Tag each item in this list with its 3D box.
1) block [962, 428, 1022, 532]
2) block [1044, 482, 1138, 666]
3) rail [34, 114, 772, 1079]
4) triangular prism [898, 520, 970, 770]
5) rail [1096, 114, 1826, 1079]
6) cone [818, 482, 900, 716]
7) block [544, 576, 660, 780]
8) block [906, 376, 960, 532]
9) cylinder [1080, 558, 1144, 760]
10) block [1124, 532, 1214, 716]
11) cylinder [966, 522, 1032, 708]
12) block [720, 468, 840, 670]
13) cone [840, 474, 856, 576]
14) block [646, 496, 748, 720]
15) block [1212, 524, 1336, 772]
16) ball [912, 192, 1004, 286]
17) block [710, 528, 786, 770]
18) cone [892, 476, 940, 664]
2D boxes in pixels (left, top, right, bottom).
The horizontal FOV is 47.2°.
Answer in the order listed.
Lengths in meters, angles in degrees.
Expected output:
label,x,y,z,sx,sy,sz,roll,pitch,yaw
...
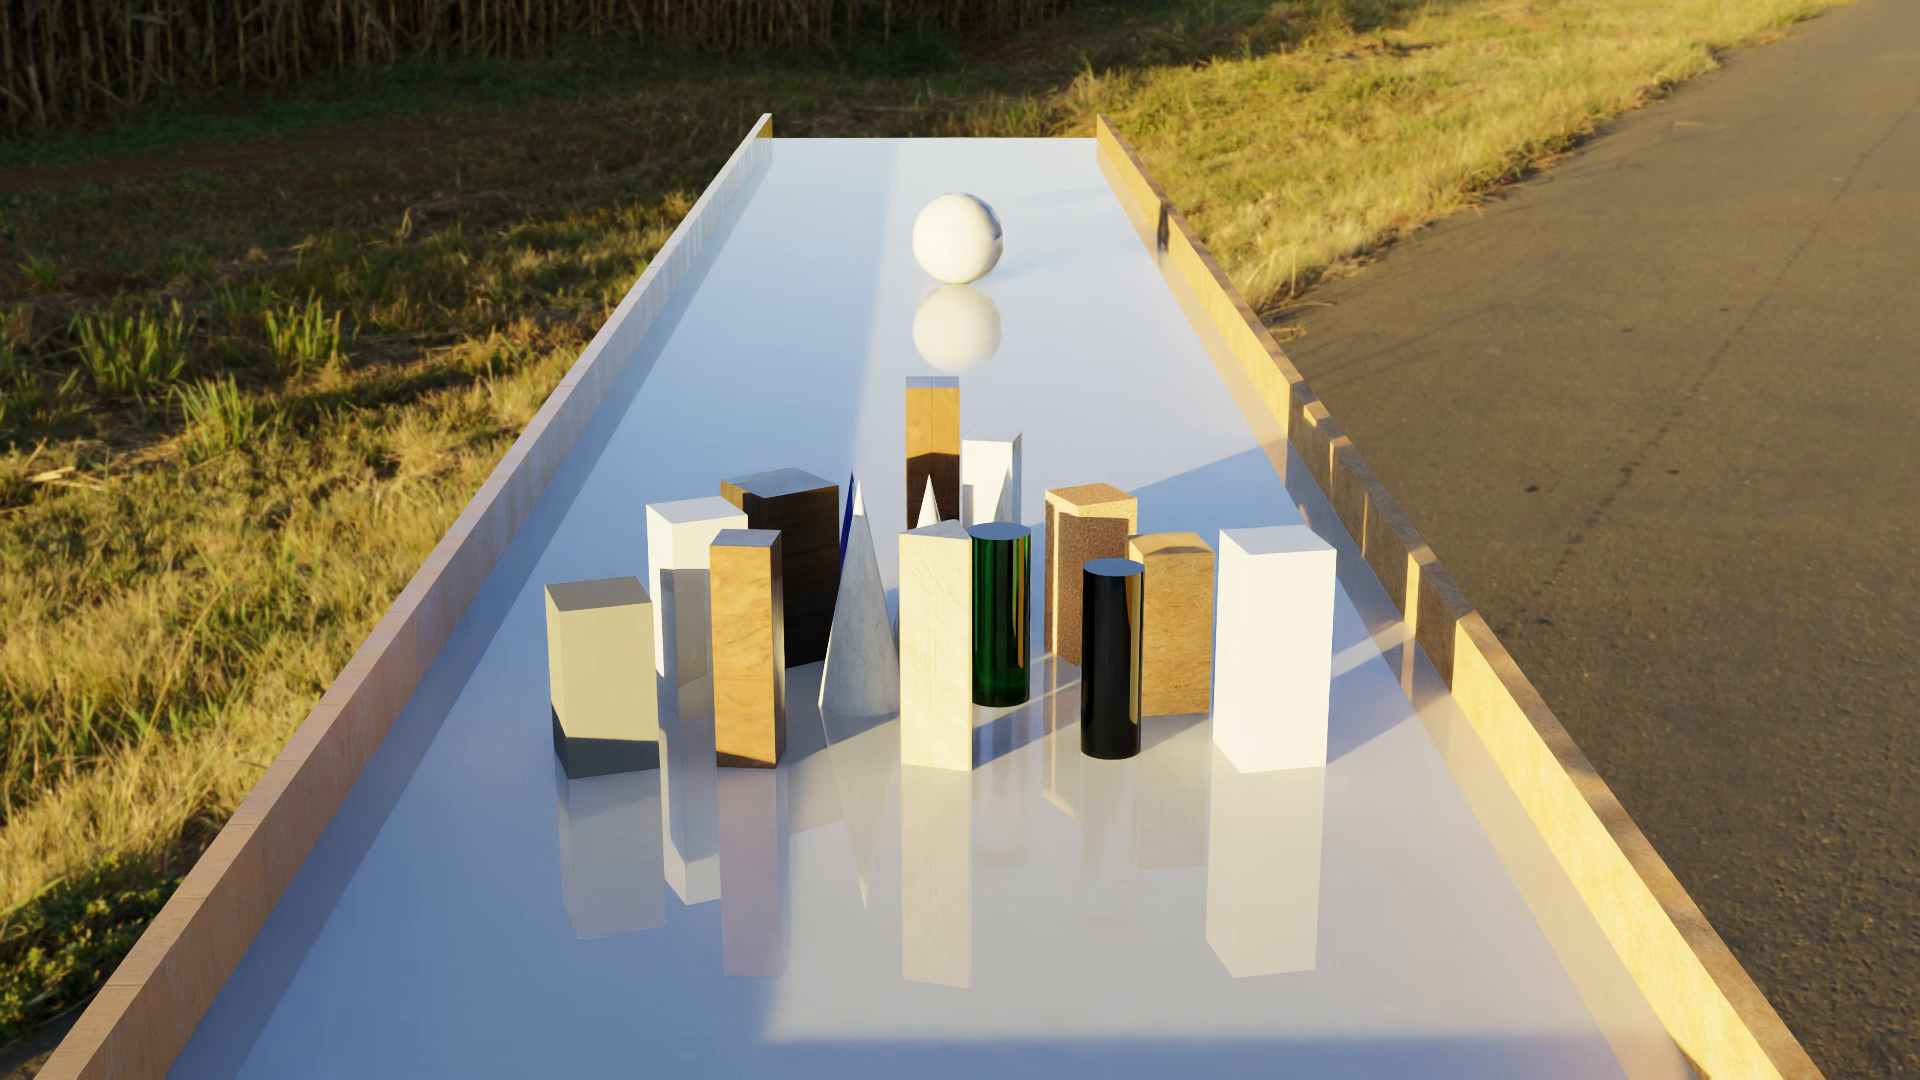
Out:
label,x,y,z,sx,sy,sz,roll,pitch,yaw
block,0.067,-0.029,4.635,0.105,0.393,0.105,4,17,12
block,0.261,0.068,4.420,0.133,0.330,0.133,-8,18,-25
rail,-1.118,-0.838,7.780,0.050,0.150,12.000,0,17,-1
triangular prism,-0.026,0.182,3.872,0.130,0.424,0.112,5,17,17
rail,0.932,-0.844,7.801,0.050,0.150,12.000,0,17,-1
cone,-0.187,0.098,4.134,0.170,0.436,0.170,0,17,0
block,-0.631,0.240,3.879,0.161,0.307,0.161,-6,17,-18
block,-0.060,-0.132,4.886,0.117,0.447,0.117,0,17,-1
cylinder,0.271,0.212,3.914,0.109,0.343,0.109,0,17,0
block,0.390,0.157,4.146,0.136,0.314,0.136,-3,17,-9
cylinder,0.073,0.141,4.171,0.122,0.331,0.122,0,17,0
block,-0.358,0.057,4.408,0.171,0.358,0.171,-12,20,-34
cone,-0.227,0.004,4.658,0.109,0.317,0.109,0,17,0
block,-0.489,0.126,4.139,0.146,0.379,0.146,-8,18,-25
block,0.553,0.191,3.886,0.157,0.399,0.157,-4,17,-12
ball,-0.007,-1.167,8.525,0.357,0.357,0.357,0,17,0
block,-0.371,0.192,3.868,0.105,0.408,0.105,2,17,6
cone,-0.061,0.051,4.393,0.174,0.377,0.174,0,17,0
